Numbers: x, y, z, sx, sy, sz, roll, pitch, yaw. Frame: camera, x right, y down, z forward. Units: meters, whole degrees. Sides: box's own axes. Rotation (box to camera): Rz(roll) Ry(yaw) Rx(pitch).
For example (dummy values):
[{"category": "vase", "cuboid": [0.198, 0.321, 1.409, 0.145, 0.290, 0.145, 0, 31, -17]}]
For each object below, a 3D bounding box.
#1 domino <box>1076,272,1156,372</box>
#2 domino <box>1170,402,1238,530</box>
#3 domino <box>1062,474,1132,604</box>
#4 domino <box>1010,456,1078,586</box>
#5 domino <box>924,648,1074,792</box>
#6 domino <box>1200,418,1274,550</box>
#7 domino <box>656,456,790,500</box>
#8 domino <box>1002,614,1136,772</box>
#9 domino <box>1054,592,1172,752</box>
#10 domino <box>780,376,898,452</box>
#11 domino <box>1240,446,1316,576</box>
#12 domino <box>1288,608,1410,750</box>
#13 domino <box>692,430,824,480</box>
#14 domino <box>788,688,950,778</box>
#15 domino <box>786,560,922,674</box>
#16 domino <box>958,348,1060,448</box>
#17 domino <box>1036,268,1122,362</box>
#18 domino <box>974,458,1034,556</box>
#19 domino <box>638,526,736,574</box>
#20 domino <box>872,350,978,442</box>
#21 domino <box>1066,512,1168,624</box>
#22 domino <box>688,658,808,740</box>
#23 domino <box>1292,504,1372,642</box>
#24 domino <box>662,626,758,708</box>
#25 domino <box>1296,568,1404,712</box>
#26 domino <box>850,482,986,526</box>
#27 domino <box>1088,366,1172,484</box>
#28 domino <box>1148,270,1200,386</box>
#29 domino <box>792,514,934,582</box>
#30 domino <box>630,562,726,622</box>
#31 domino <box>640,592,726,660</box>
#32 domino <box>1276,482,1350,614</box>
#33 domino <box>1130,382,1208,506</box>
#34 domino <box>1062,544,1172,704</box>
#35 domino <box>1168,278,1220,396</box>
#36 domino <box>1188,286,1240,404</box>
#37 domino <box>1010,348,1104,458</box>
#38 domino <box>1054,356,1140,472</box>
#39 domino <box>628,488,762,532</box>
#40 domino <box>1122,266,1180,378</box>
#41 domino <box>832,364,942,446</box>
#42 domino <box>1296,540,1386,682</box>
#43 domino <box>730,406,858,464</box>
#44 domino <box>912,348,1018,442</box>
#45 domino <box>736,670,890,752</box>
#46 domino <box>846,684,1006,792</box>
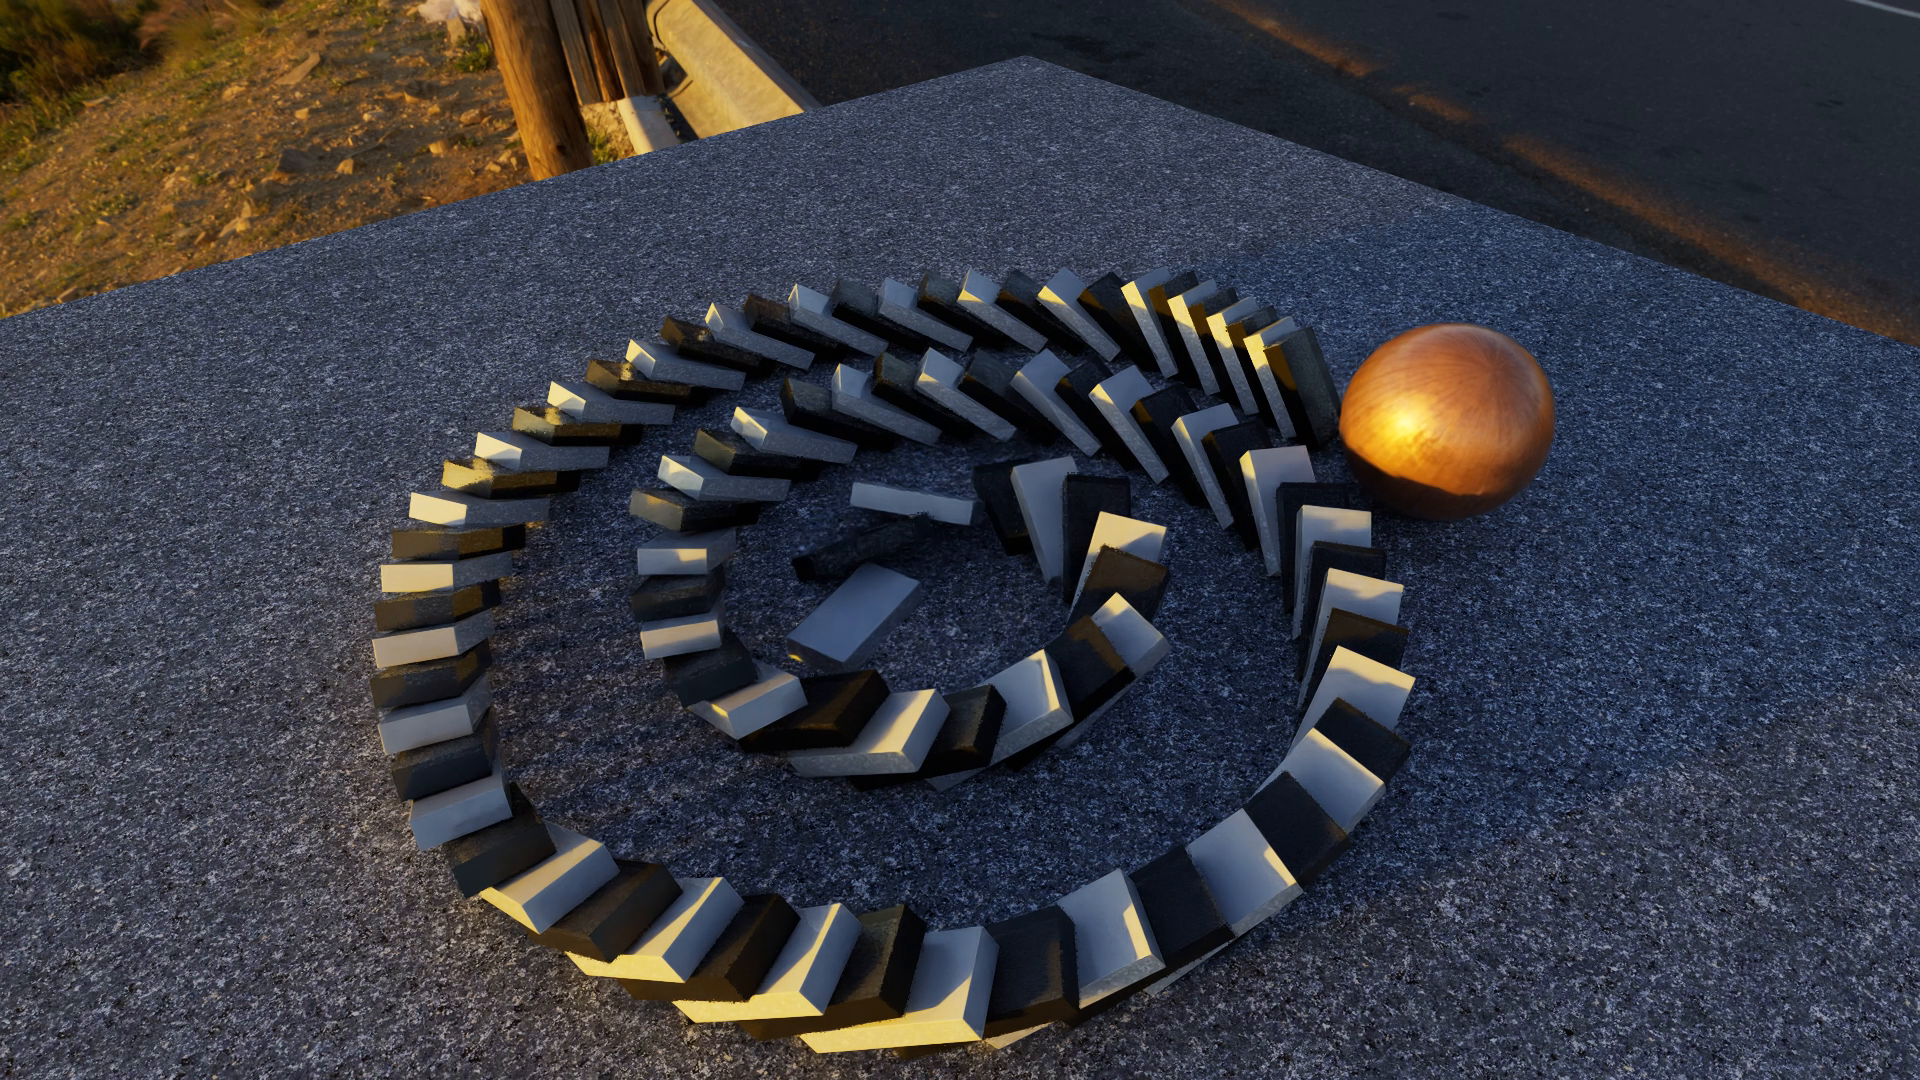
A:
[{"category": "domino", "cuboid": [0.086, -0.112, 0.561, 0.050, 0.010, 0.025, 48, 53, 6]}, {"category": "domino", "cuboid": [0.112, -0.031, 0.462, 0.025, 0.010, 0.050, -18, 73, -20]}, {"category": "domino", "cuboid": [0.053, 0.000, 0.424, 0.025, 0.009, 0.050, 5, 66, -7]}, {"category": "domino", "cuboid": [0.040, -0.008, 0.438, 0.025, 0.009, 0.050, -11, 65, -13]}, {"category": "domino", "cuboid": [0.010, 0.058, 0.353, 0.050, 0.010, 0.025, -30, 38, 14]}, {"category": "domino", "cuboid": [0.121, -0.023, 0.450, 0.025, 0.009, 0.050, -14, 75, -20]}, {"category": "domino", "cuboid": [-0.097, -0.025, 0.455, 0.025, 0.009, 0.050, 27, 16, 30]}, {"category": "domino", "cuboid": [0.030, 0.050, 0.361, 0.050, 0.009, 0.025, -39, 48, 6]}, {"category": "domino", "cuboid": [0.044, 0.044, 0.370, 0.050, 0.010, 0.025, -43, 48, 0]}, {"category": "domino", "cuboid": [-0.054, -0.056, 0.494, 0.050, 0.010, 0.025, 14, 32, -29]}, {"category": "domino", "cuboid": [0.130, -0.012, 0.437, 0.025, 0.010, 0.050, -6, 72, -11]}, {"category": "domino", "cuboid": [0.128, 0.050, 0.362, 0.025, 0.010, 0.050, 17, 74, 18]}, {"category": "domino", "cuboid": [-0.085, -0.036, 0.468, 0.025, 0.009, 0.050, 33, 19, 33]}, {"category": "domino", "cuboid": [-0.029, 0.061, 0.348, 0.050, 0.009, 0.025, -12, 33, 38]}, {"category": "domino", "cuboid": [-0.039, 0.029, 0.408, 0.025, 0.010, 0.050, 21, 44, 24]}, {"category": "domino", "cuboid": [0.024, -0.065, 0.503, 0.050, 0.010, 0.025, 32, 38, -10]}, {"category": "domino", "cuboid": [0.065, -0.116, 0.566, 0.050, 0.010, 0.025, 40, 46, -2]}, {"category": "domino", "cuboid": [0.024, -0.015, 0.461, 0.025, 0.010, 0.050, -10, 41, -12]}, {"category": "domino", "cuboid": [-0.104, 0.003, 0.421, 0.025, 0.009, 0.050, 0, 10, 0]}, {"category": "domino", "cuboid": [-0.016, -0.065, 0.502, 0.050, 0.010, 0.025, 26, 32, -20]}, {"category": "domino", "cuboid": [0.057, 0.017, 0.402, 0.025, 0.009, 0.050, 15, 76, 16]}, {"category": "domino", "cuboid": [-0.072, 0.051, 0.363, 0.025, 0.009, 0.050, -25, 15, -27]}, {"category": "domino", "cuboid": [0.138, 0.013, 0.406, 0.025, 0.010, 0.050, 6, 72, 3]}, {"category": "domino", "cuboid": [-0.086, 0.042, 0.371, 0.025, 0.009, 0.050, -21, 12, -17]}, {"category": "domino", "cuboid": [0.134, 0.037, 0.377, 0.025, 0.010, 0.050, 14, 74, 12]}, {"category": "domino", "cuboid": [-0.017, -0.015, 0.452, 0.050, 0.010, 0.025, 10, 5, 12]}, {"category": "domino", "cuboid": [0.082, -0.051, 0.485, 0.025, 0.009, 0.050, -31, 80, -35]}, {"category": "domino", "cuboid": [0.113, -0.104, 0.542, 0.025, 0.050, 0.009, -29, 11, -32]}, {"category": "domino", "cuboid": [-0.038, 0.003, 0.429, 0.050, 0.009, 0.025, -21, 4, -23]}, {"category": "domino", "cuboid": [-0.102, 0.018, 0.401, 0.025, 0.010, 0.050, -8, 10, -4]}, {"category": "domino", "cuboid": [-0.097, 0.029, 0.388, 0.025, 0.010, 0.050, -9, 10, -9]}, {"category": "domino", "cuboid": [0.136, 0.003, 0.420, 0.025, 0.010, 0.050, 1, 71, 2]}, {"category": "domino", "cuboid": [0.098, -0.042, 0.475, 0.025, 0.010, 0.050, -24, 77, -28]}, {"category": "domino", "cuboid": [0.053, 0.029, 0.387, 0.025, 0.009, 0.050, 21, 77, 23]}, {"category": "domino", "cuboid": [0.122, -0.099, 0.535, 0.025, 0.050, 0.010, -31, 12, -32]}, {"category": "domino", "cuboid": [0.130, -0.093, 0.529, 0.025, 0.050, 0.010, -31, 11, -32]}, {"category": "domino", "cuboid": [0.049, -0.063, 0.502, 0.050, 0.010, 0.025, 43, 50, 4]}, {"category": "domino", "cuboid": [0.068, -0.057, 0.494, 0.025, 0.010, 0.050, -35, 81, -35]}, {"category": "domino", "cuboid": [-0.105, -0.013, 0.440, 0.025, 0.009, 0.050, 19, 12, 22]}, {"category": "domino", "cuboid": [0.103, -0.109, 0.549, 0.025, 0.050, 0.009, -31, 7, -32]}, {"category": "domino", "cuboid": [-0.034, -0.061, 0.501, 0.050, 0.010, 0.025, 19, 34, -22]}, {"category": "domino", "cuboid": [0.136, 0.027, 0.391, 0.025, 0.010, 0.050, 8, 73, 10]}, {"category": "domino", "cuboid": [-0.072, -0.045, 0.480, 0.050, 0.010, 0.025, 4, 26, -47]}, {"category": "domino", "cuboid": [0.004, -0.066, 0.504, 0.050, 0.010, 0.025, 29, 34, -14]}, {"category": "domino", "cuboid": [-0.049, 0.056, 0.356, 0.050, 0.009, 0.025, -12, 27, 39]}, {"category": "domino", "cuboid": [-0.011, 0.063, 0.347, 0.050, 0.009, 0.025, -18, 31, 30]}]
